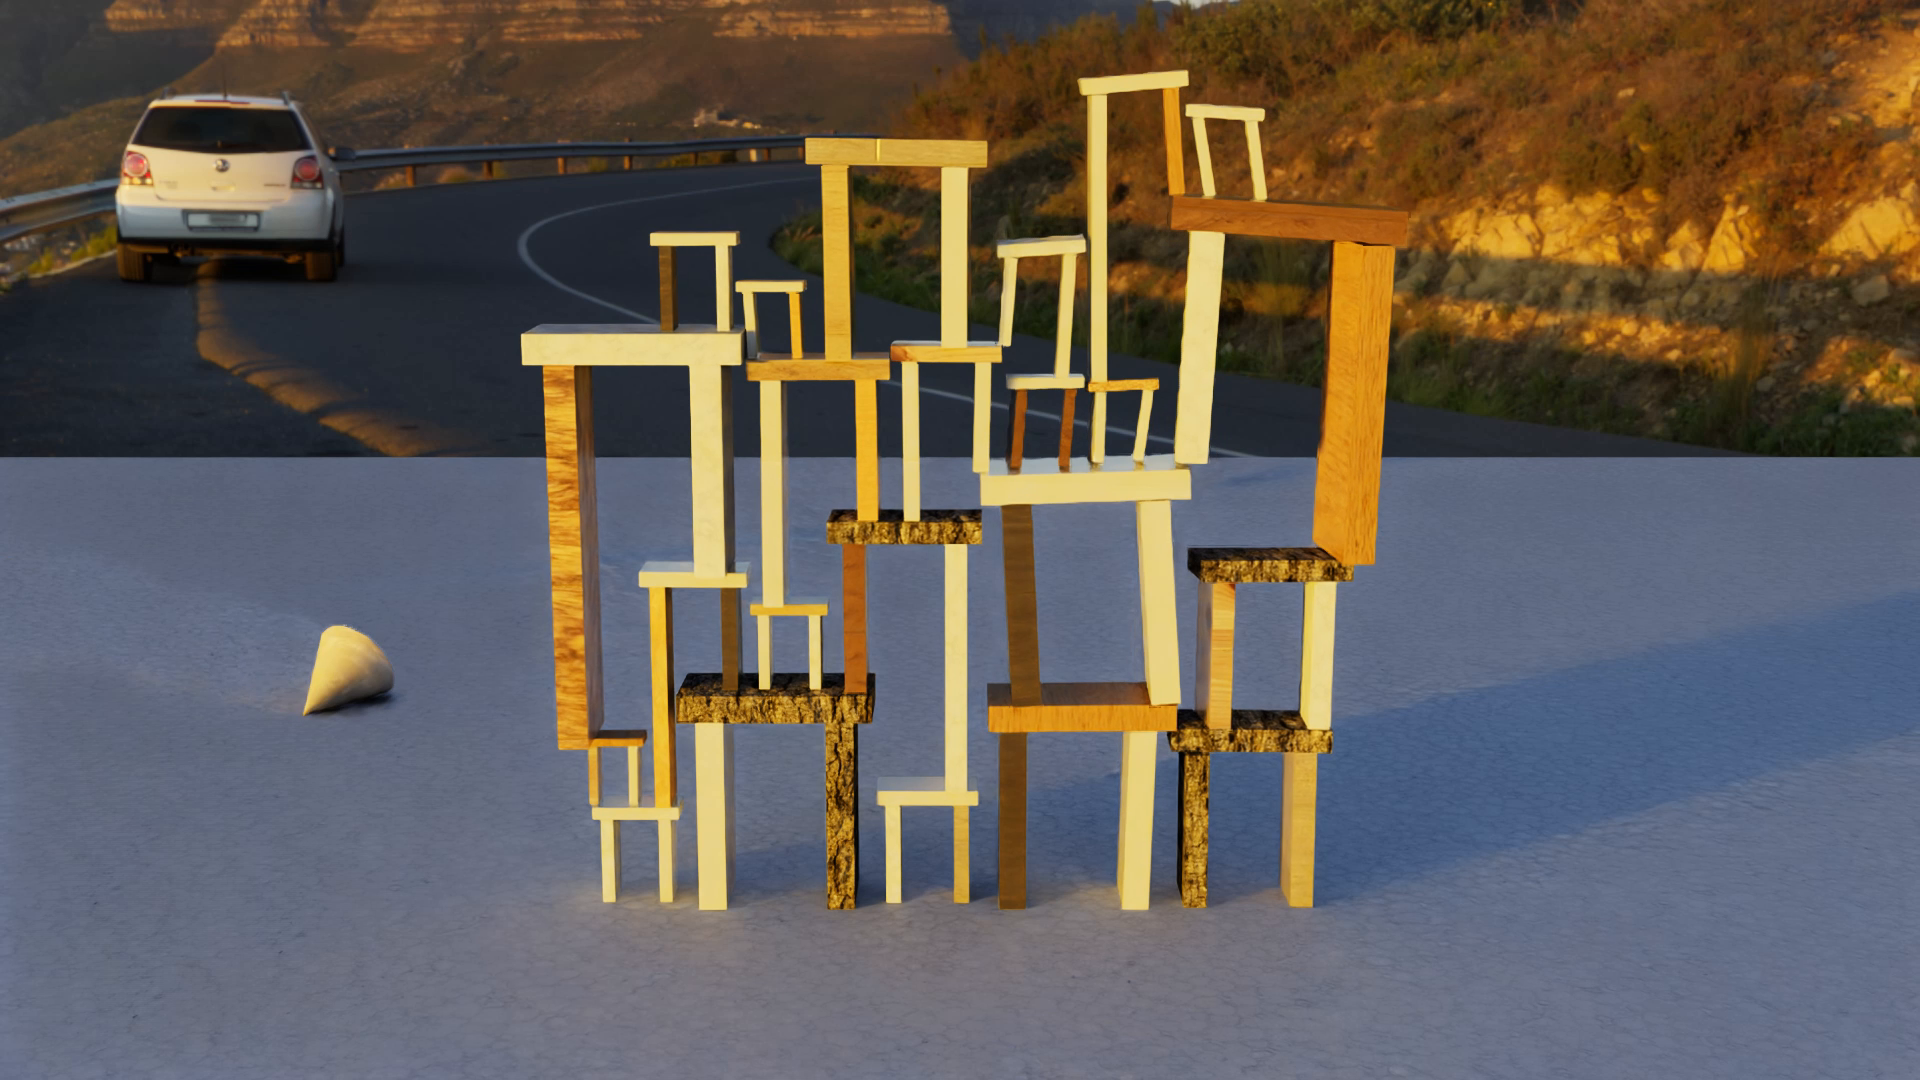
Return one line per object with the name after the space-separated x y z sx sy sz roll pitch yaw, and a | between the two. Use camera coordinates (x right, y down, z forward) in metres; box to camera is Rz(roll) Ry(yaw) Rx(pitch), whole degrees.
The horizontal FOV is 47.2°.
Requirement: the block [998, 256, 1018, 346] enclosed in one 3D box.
0.077 -0.379 3.476 0.020 0.138 0.069 5 12 2 | block

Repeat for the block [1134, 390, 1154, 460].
0.294 -0.184 3.521 0.016 0.112 0.056 9 4 5 | block

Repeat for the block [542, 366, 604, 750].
-0.623 0.016 3.557 0.048 0.620 0.170 0 11 0 | block

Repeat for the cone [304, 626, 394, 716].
-1.388 0.326 4.851 0.195 0.195 0.195 5 38 27 | cone

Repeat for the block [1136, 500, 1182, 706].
0.320 0.086 3.560 0.047 0.328 0.164 -4 10 2 | block

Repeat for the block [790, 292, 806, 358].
-0.258 -0.344 3.489 0.015 0.105 0.053 -2 11 2 | block

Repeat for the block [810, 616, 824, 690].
-0.235 0.176 3.592 0.018 0.124 0.062 0 11 0 | block

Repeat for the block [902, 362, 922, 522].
-0.077 -0.163 3.524 0.025 0.255 0.087 0 11 1 | block

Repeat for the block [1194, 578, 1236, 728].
0.416 0.175 3.593 0.035 0.244 0.122 0 9 -5 | block

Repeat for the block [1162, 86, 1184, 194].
0.334 -0.627 3.445 0.023 0.164 0.082 -4 13 5 | block

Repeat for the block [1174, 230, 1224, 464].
0.379 -0.310 3.491 0.051 0.358 0.179 4 10 5 | block

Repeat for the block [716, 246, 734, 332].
-0.372 -0.400 3.476 0.019 0.133 0.067 0 11 0 | block

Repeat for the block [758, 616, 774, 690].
-0.317 0.176 3.592 0.018 0.124 0.062 0 11 0 | block

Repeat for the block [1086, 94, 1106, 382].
0.216 -0.478 3.477 0.023 0.445 0.082 -2 14 -2 | block

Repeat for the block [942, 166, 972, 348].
-0.005 -0.448 3.465 0.039 0.278 0.139 1 11 3 | block

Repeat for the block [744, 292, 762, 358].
-0.330 -0.343 3.491 0.015 0.105 0.053 -3 11 2 | block

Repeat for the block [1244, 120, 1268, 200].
0.463 -0.596 3.440 0.017 0.121 0.060 -8 13 6 | block

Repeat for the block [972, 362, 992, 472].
0.035 -0.201 3.509 0.025 0.175 0.087 1 11 0 | block

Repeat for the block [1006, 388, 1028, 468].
0.091 -0.181 3.528 0.017 0.123 0.062 4 7 -8 | block

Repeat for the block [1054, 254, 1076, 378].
0.167 -0.360 3.489 0.020 0.196 0.069 3 15 -1 | block

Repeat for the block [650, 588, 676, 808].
-0.487 0.249 3.609 0.024 0.369 0.086 0 11 0 | block

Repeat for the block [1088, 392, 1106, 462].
0.220 -0.181 3.525 0.016 0.112 0.056 2 3 -7 | block

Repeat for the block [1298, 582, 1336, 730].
0.584 0.177 3.597 0.035 0.244 0.122 1 10 1 | block

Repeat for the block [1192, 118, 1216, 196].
0.382 -0.601 3.447 0.017 0.121 0.060 -9 11 6 | block

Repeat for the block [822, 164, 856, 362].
-0.190 -0.440 3.469 0.039 0.300 0.139 0 11 1 | block

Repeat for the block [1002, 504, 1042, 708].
0.098 0.090 3.568 0.047 0.328 0.164 -3 11 1 | block

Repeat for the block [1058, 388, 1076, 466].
0.172 -0.183 3.526 0.017 0.123 0.062 5 10 1 | block

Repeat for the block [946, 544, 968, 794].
-0.006 0.199 3.597 0.035 0.413 0.123 0 11 0 | block

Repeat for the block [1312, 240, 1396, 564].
0.626 -0.225 3.511 0.051 0.502 0.179 0 12 -7 | block

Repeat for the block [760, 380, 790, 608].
-0.297 -0.081 3.544 0.032 0.365 0.113 0 11 1 | block

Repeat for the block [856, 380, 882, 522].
-0.146 -0.151 3.531 0.032 0.226 0.113 0 11 2 | block

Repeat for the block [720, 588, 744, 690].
-0.372 0.152 3.592 0.024 0.172 0.086 0 11 0 | block

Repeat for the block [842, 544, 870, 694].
-0.169 0.116 3.585 0.035 0.246 0.123 0 11 0 | block

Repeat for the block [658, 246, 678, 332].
-0.461 -0.400 3.476 0.019 0.133 0.067 0 11 0 | block

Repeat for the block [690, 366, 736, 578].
-0.396 -0.121 3.532 0.048 0.339 0.170 0 11 0 | block
